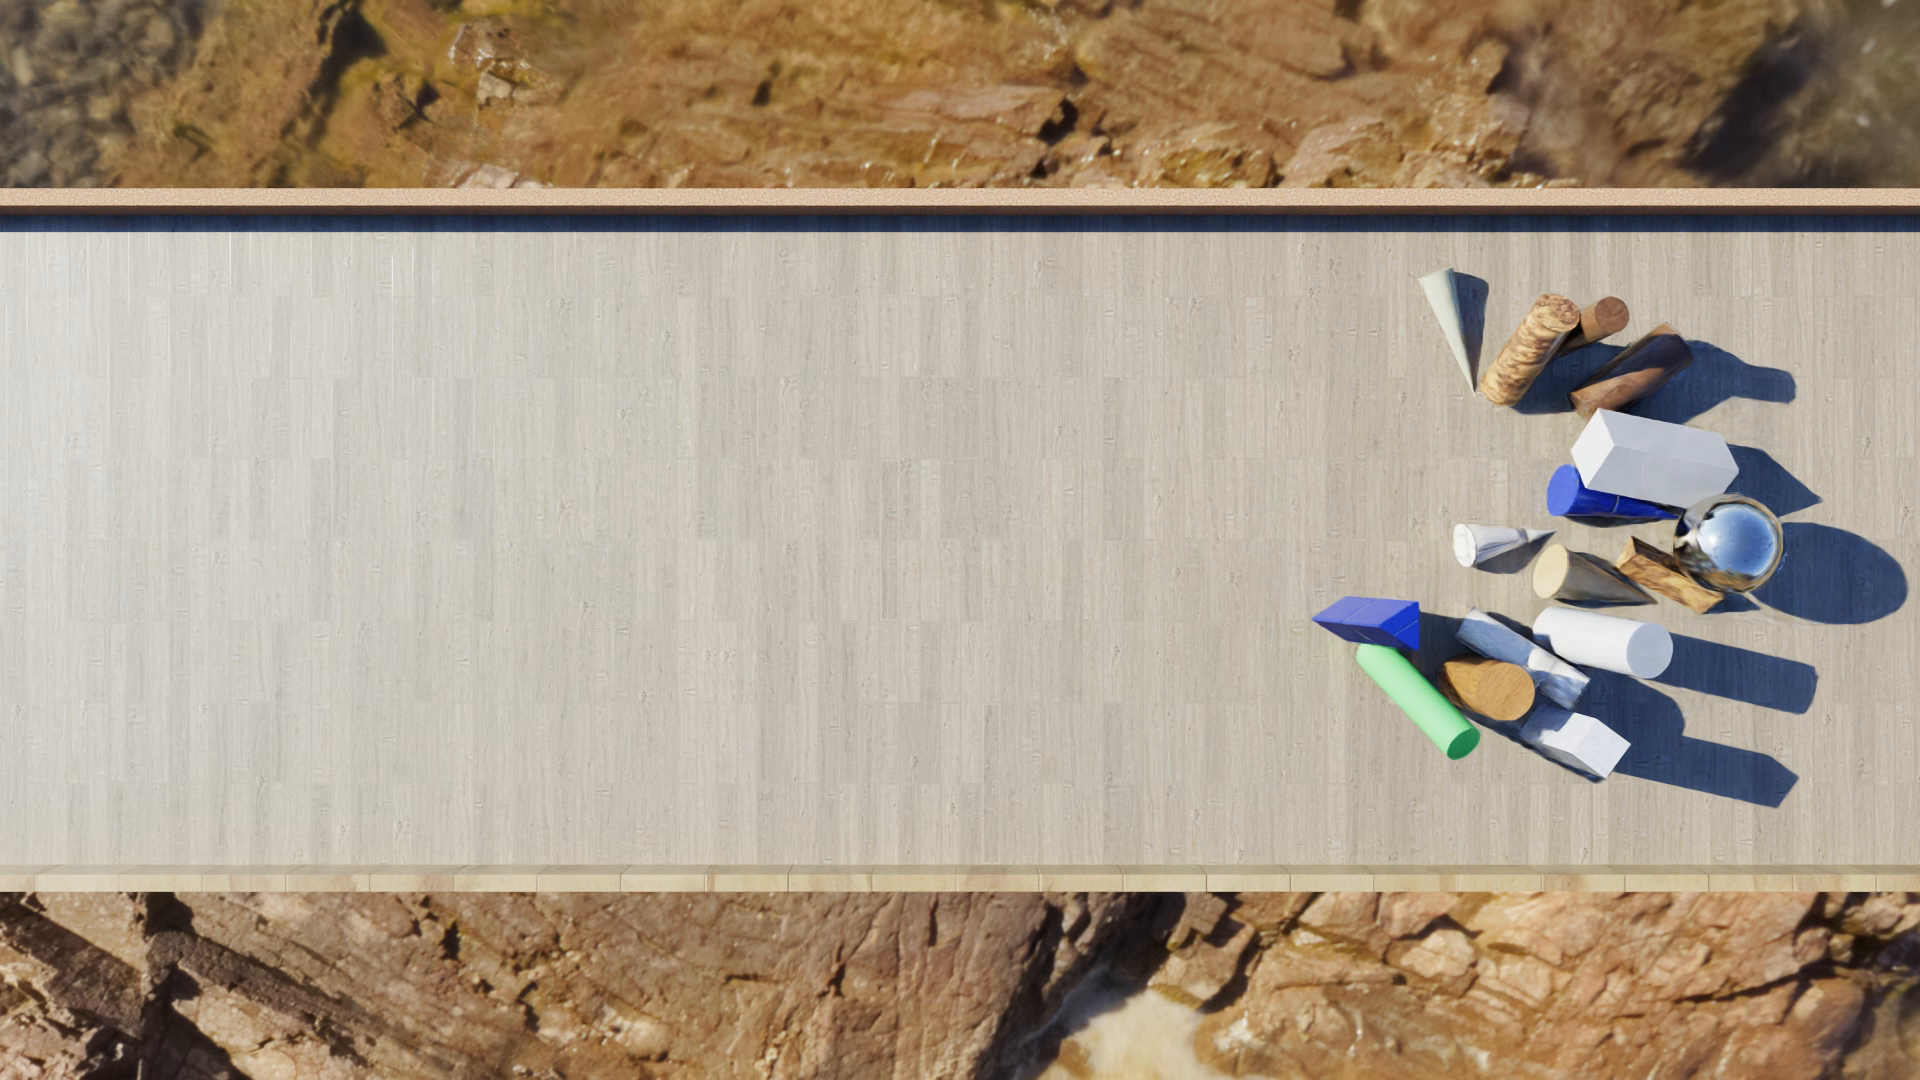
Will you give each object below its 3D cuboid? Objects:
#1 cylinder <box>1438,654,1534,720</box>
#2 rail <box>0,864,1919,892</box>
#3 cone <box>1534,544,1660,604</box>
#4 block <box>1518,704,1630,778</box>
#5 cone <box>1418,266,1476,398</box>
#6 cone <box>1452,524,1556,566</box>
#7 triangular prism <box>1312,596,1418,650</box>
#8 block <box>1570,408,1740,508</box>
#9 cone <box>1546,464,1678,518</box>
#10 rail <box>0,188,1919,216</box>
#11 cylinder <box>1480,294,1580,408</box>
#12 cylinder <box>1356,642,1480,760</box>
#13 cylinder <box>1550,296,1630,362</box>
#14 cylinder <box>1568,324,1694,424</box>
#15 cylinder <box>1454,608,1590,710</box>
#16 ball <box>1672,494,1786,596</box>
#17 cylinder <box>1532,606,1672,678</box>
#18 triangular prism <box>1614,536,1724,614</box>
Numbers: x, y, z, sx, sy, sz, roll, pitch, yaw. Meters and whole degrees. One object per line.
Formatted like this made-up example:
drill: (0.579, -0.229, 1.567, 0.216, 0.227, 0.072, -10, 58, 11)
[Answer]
cylinder: (1.554, 0.433, 4.887, 0.166, 0.379, 0.166, 0, 90, 0)
rail: (-2.247, 1.025, 5.001, 12.000, 0.150, 0.050, 0, 90, 0)
cone: (1.972, 0.146, 5.035, 0.394, 0.168, 0.168, 15, 90, -12)
block: (1.800, 0.586, 4.853, 0.119, 0.447, 0.119, 36, 90, 0)
cone: (1.517, -0.625, 5.050, 0.107, 0.107, 0.408, -20, 97, 0)
cone: (1.685, -0.006, 5.044, 0.316, 0.132, 0.132, -8, 90, -12)
triangular prism: (1.211, 0.224, 4.852, 0.136, 0.446, 0.117, 31, 84, -11)
block: (2.072, -0.237, 4.926, 0.404, 0.171, 0.171, 10, 133, -9)
cone: (2.022, -0.108, 5.036, 0.415, 0.163, 0.163, 12, 90, -11)
rail: (-2.247, -1.025, 5.002, 12.000, 0.150, 0.050, 0, 90, 0)
cylinder: (1.678, -0.556, 4.872, 0.134, 0.394, 0.134, 3, 61, -6)
cylinder: (1.349, 0.460, 4.875, 0.115, 0.446, 0.115, -15, 130, -19)
cylinder: (1.800, -0.608, 4.848, 0.104, 0.446, 0.104, 1, 84, -8)
cylinder: (2.023, -0.489, 4.980, 0.335, 0.152, 0.152, -38, 90, 7)
cylinder: (1.685, 0.354, 4.956, 0.391, 0.114, 0.114, 34, 90, 20)
ball: (2.246, 0.012, 4.822, 0.299, 0.299, 0.299, 0, 90, 0)
cylinder: (1.885, 0.297, 4.856, 0.160, 0.412, 0.160, -2, 95, -18)
triangular prism: (2.172, 0.109, 5.023, 0.301, 0.101, 0.116, 27, 90, 0)
